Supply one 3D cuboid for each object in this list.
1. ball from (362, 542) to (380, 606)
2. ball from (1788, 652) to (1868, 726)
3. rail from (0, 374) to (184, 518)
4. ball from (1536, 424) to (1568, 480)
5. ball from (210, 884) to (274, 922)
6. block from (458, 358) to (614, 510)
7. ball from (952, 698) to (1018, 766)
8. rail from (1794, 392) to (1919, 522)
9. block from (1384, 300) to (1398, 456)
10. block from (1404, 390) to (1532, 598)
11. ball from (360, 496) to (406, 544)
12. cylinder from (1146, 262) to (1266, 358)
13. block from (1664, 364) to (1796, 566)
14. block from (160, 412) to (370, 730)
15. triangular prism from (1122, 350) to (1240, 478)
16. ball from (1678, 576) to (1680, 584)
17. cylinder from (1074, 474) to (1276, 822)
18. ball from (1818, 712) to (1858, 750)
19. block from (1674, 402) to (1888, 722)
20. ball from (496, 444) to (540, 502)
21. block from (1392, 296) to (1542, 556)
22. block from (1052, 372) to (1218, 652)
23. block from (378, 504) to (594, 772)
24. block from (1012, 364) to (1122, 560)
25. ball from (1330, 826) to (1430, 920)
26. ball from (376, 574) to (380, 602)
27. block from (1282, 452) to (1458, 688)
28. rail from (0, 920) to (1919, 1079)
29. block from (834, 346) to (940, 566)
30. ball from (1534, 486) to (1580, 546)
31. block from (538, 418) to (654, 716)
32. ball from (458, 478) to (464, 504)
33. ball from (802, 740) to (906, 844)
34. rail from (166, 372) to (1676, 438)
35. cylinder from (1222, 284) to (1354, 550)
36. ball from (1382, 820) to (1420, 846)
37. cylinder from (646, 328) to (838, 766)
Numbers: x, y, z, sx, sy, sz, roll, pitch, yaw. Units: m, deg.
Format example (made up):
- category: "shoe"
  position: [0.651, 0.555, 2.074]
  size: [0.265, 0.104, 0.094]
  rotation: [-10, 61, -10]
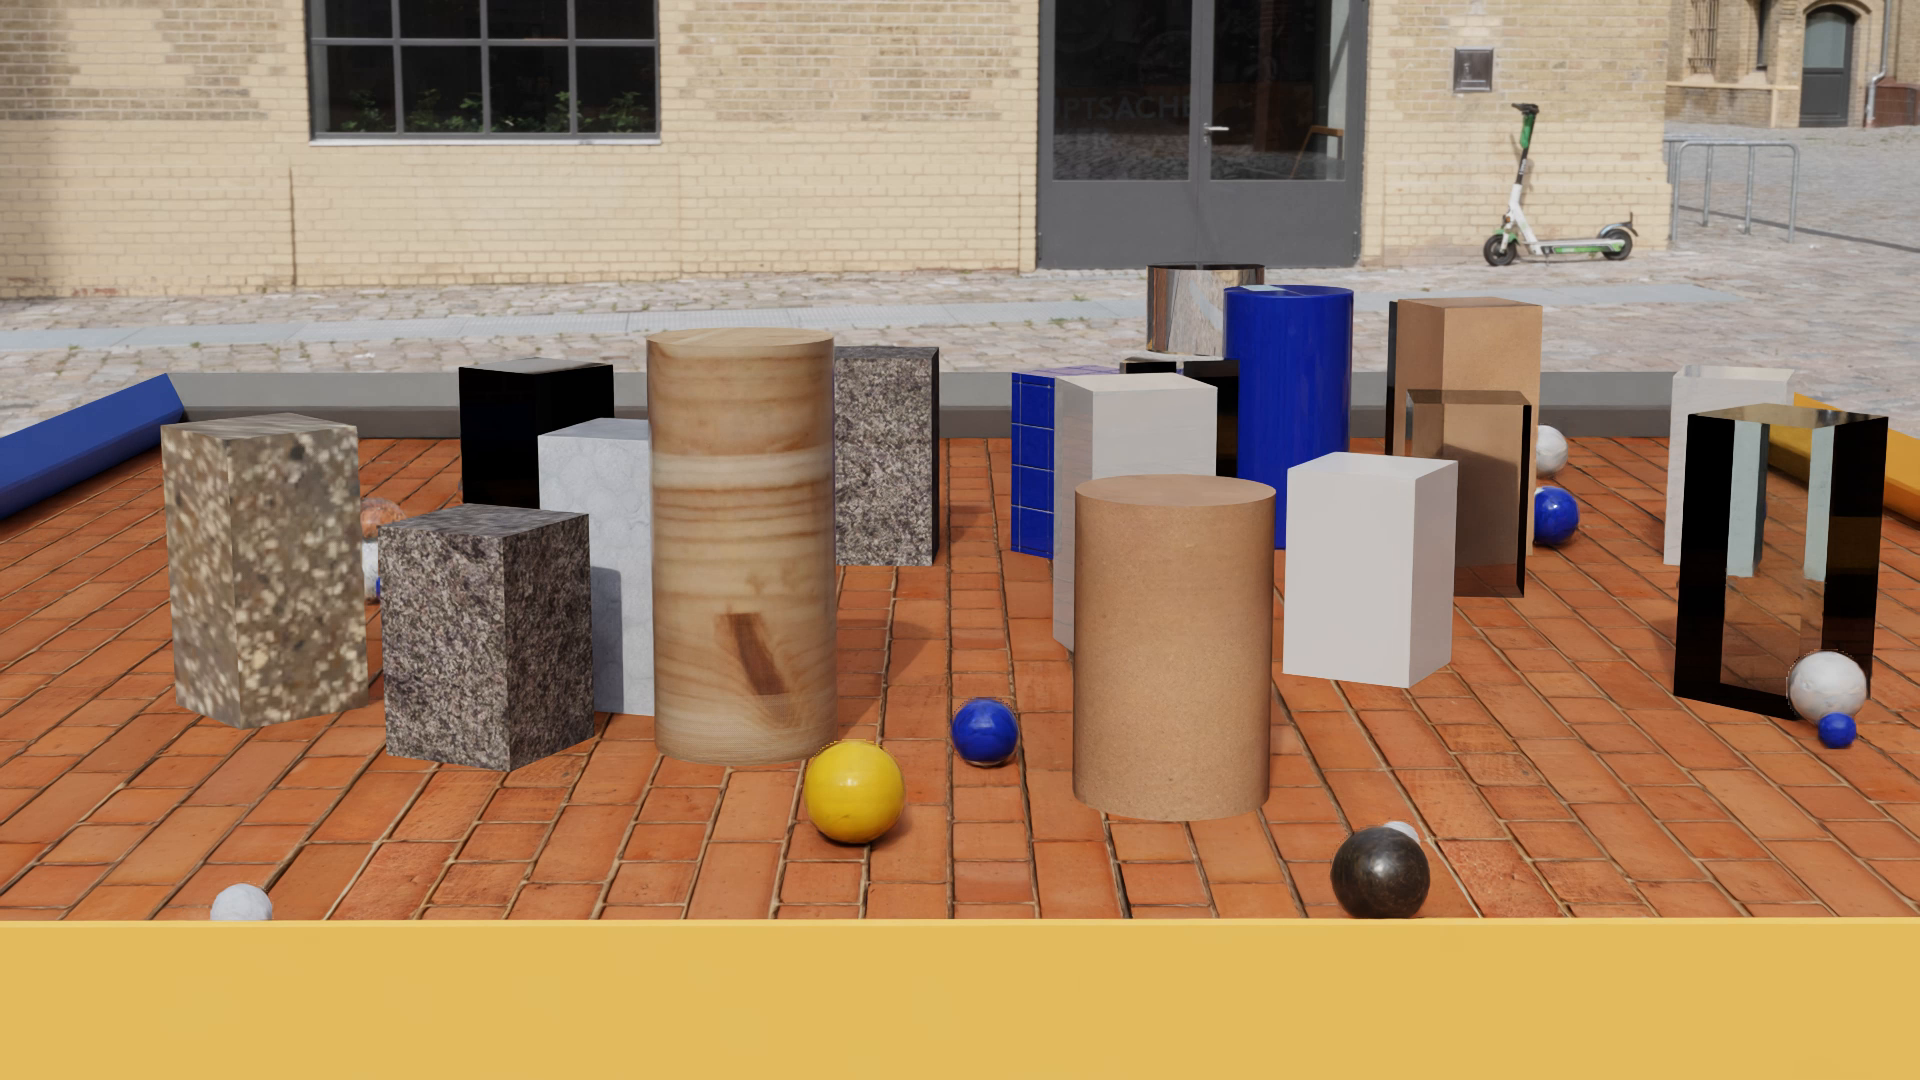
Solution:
- category: "ball"
  position: [-0.804, 0.046, 3.505]
  size: [0.086, 0.086, 0.086]
  rotation: [0, 10, 0]
- category: "ball"
  position: [0.961, 0.165, 2.841]
  size: [0.084, 0.084, 0.084]
  rotation: [0, 10, 0]
- category: "rail"
  position: [-1.531, 0.035, 3.440]
  size: [0.045, 0.129, 3.302]
  rotation: [0, 10, 0]
- category: "ball"
  position: [1.033, -0.156, 4.566]
  size: [0.098, 0.098, 0.098]
  rotation: [0, 10, 0]
- category: "ball"
  position: [-0.602, 0.314, 2.152]
  size: [0.051, 0.051, 0.051]
  rotation: [0, 10, 0]
- category: "block"
  position: [-0.624, -0.114, 3.802]
  size: [0.159, 0.291, 0.159]
  rotation: [8, 13, 36]
- category: "ball"
  position: [0.026, 0.203, 2.699]
  size: [0.071, 0.071, 0.071]
  rotation: [0, 10, 0]
- category: "rail"
  position: [1.531, 0.032, 3.457]
  size: [0.045, 0.129, 3.302]
  rotation: [0, 10, 0]
- category: "block"
  position: [0.815, -0.220, 4.240]
  size: [0.159, 0.342, 0.159]
  rotation: [-4, 11, -22]
- category: "block"
  position: [0.711, -0.068, 3.616]
  size: [0.159, 0.269, 0.159]
  rotation: [1, 11, 6]
- category: "ball"
  position: [-0.865, -0.014, 3.792]
  size: [0.099, 0.099, 0.099]
  rotation: [0, 10, 0]
- category: "cylinder"
  position: [0.412, -0.266, 4.339]
  size: [0.199, 0.395, 0.199]
  rotation: [0, 10, 0]
- category: "block"
  position: [1.144, -0.110, 3.813]
  size: [0.159, 0.279, 0.159]
  rotation: [4, 11, 22]
- category: "block"
  position: [-0.793, 0.031, 2.928]
  size: [0.159, 0.325, 0.159]
  rotation: [-9, 14, -42]
- category: "triangular prism"
  position: [0.288, -0.100, 3.640]
  size: [0.172, 0.325, 0.149]
  rotation: [-3, 11, -13]
- category: "ball"
  position: [1.006, 0.061, 3.473]
  size: [0.068, 0.068, 0.068]
  rotation: [0, 10, 0]
- category: "cylinder"
  position: [0.214, 0.103, 2.574]
  size: [0.199, 0.312, 0.199]
  rotation: [0, 10, 0]
- category: "ball"
  position: [0.946, 0.206, 2.766]
  size: [0.041, 0.041, 0.041]
  rotation: [0, 10, 0]
- category: "block"
  position: [0.947, 0.021, 2.966]
  size: [0.159, 0.332, 0.159]
  rotation: [-9, 14, -40]
- category: "ball"
  position: [-0.734, -0.113, 4.332]
  size: [0.098, 0.098, 0.098]
  rotation: [0, 10, 0]
- category: "block"
  position: [0.764, -0.172, 3.884]
  size: [0.159, 0.376, 0.159]
  rotation: [-3, 11, -16]
- category: "block"
  position: [0.217, -0.030, 3.221]
  size: [0.159, 0.339, 0.159]
  rotation: [-3, 11, -15]
- category: "block"
  position: [-0.508, 0.101, 2.761]
  size: [0.159, 0.249, 0.159]
  rotation: [5, 12, 25]
- category: "block"
  position: [0.190, -0.116, 3.869]
  size: [0.159, 0.272, 0.159]
  rotation: [-9, 14, -40]
- category: "ball"
  position: [0.360, 0.288, 2.199]
  size: [0.084, 0.084, 0.084]
  rotation: [0, 10, 0]
- category: "ball"
  position: [-0.748, 0.064, 3.445]
  size: [0.072, 0.072, 0.072]
  rotation: [0, 10, 0]
- category: "block"
  position: [0.500, 0.033, 3.122]
  size: [0.159, 0.251, 0.159]
  rotation: [6, 12, 28]
- category: "rail"
  position: [0.009, 0.329, 1.849]
  size: [3.110, 0.129, 0.045]
  rotation: [0, 10, 0]
- category: "block"
  position: [-0.116, -0.128, 3.835]
  size: [0.159, 0.307, 0.159]
  rotation: [1, 11, 4]
- category: "ball"
  position: [0.896, -0.037, 3.903]
  size: [0.092, 0.092, 0.092]
  rotation: [0, 10, 0]
- category: "block"
  position: [-0.376, 0.028, 2.973]
  size: [0.159, 0.315, 0.159]
  rotation: [3, 11, 18]
- category: "ball"
  position: [-0.789, -0.082, 4.224]
  size: [0.076, 0.076, 0.076]
  rotation: [0, 10, 0]
- category: "ball"
  position: [-0.100, 0.239, 2.429]
  size: [0.097, 0.097, 0.097]
  rotation: [0, 10, 0]
- category: "rail"
  position: [-0.009, -0.263, 5.049]
  size: [3.110, 0.129, 0.045]
  rotation: [0, 10, 0]
- category: "cylinder"
  position: [0.503, -0.192, 3.965]
  size: [0.199, 0.387, 0.199]
  rotation: [0, 10, 0]
- category: "ball"
  position: [0.402, 0.280, 2.363]
  size: [0.042, 0.042, 0.042]
  rotation: [0, 10, 0]
- category: "cylinder"
  position: [-0.233, 0.002, 2.759]
  size: [0.199, 0.443, 0.199]
  rotation: [0, 10, 0]
